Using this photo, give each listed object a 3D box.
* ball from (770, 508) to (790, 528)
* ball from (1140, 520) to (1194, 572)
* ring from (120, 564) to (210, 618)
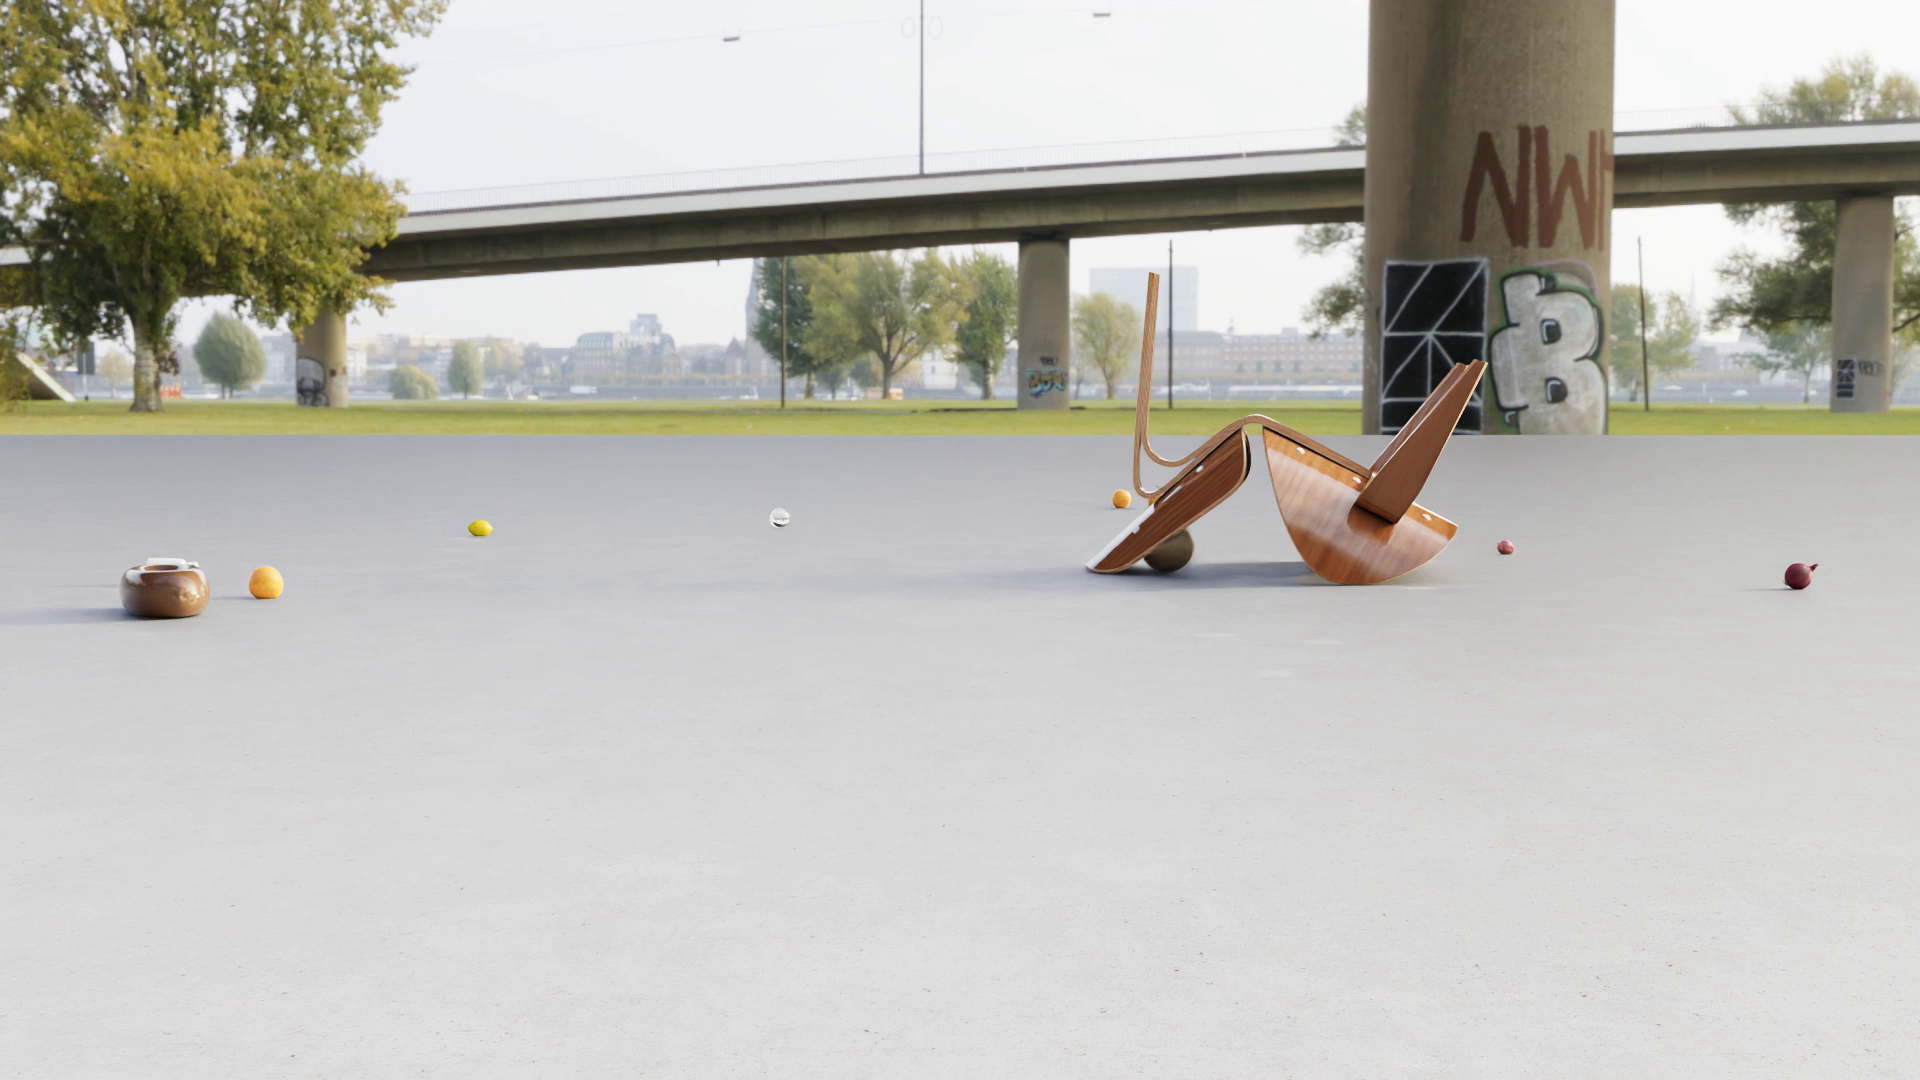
[{"bbox_3d":[-0.581,-0.070,7.103,0.064,0.064,0.064,0,4,0],"label":"ball"},{"bbox_3d":[0.506,0.014,5.385,0.131,0.131,0.131,0,4,0],"label":"ball"},{"bbox_3d":[-1.593,0.101,4.405,0.166,0.094,0.311,-4,5,-30],"label":"ring"}]
